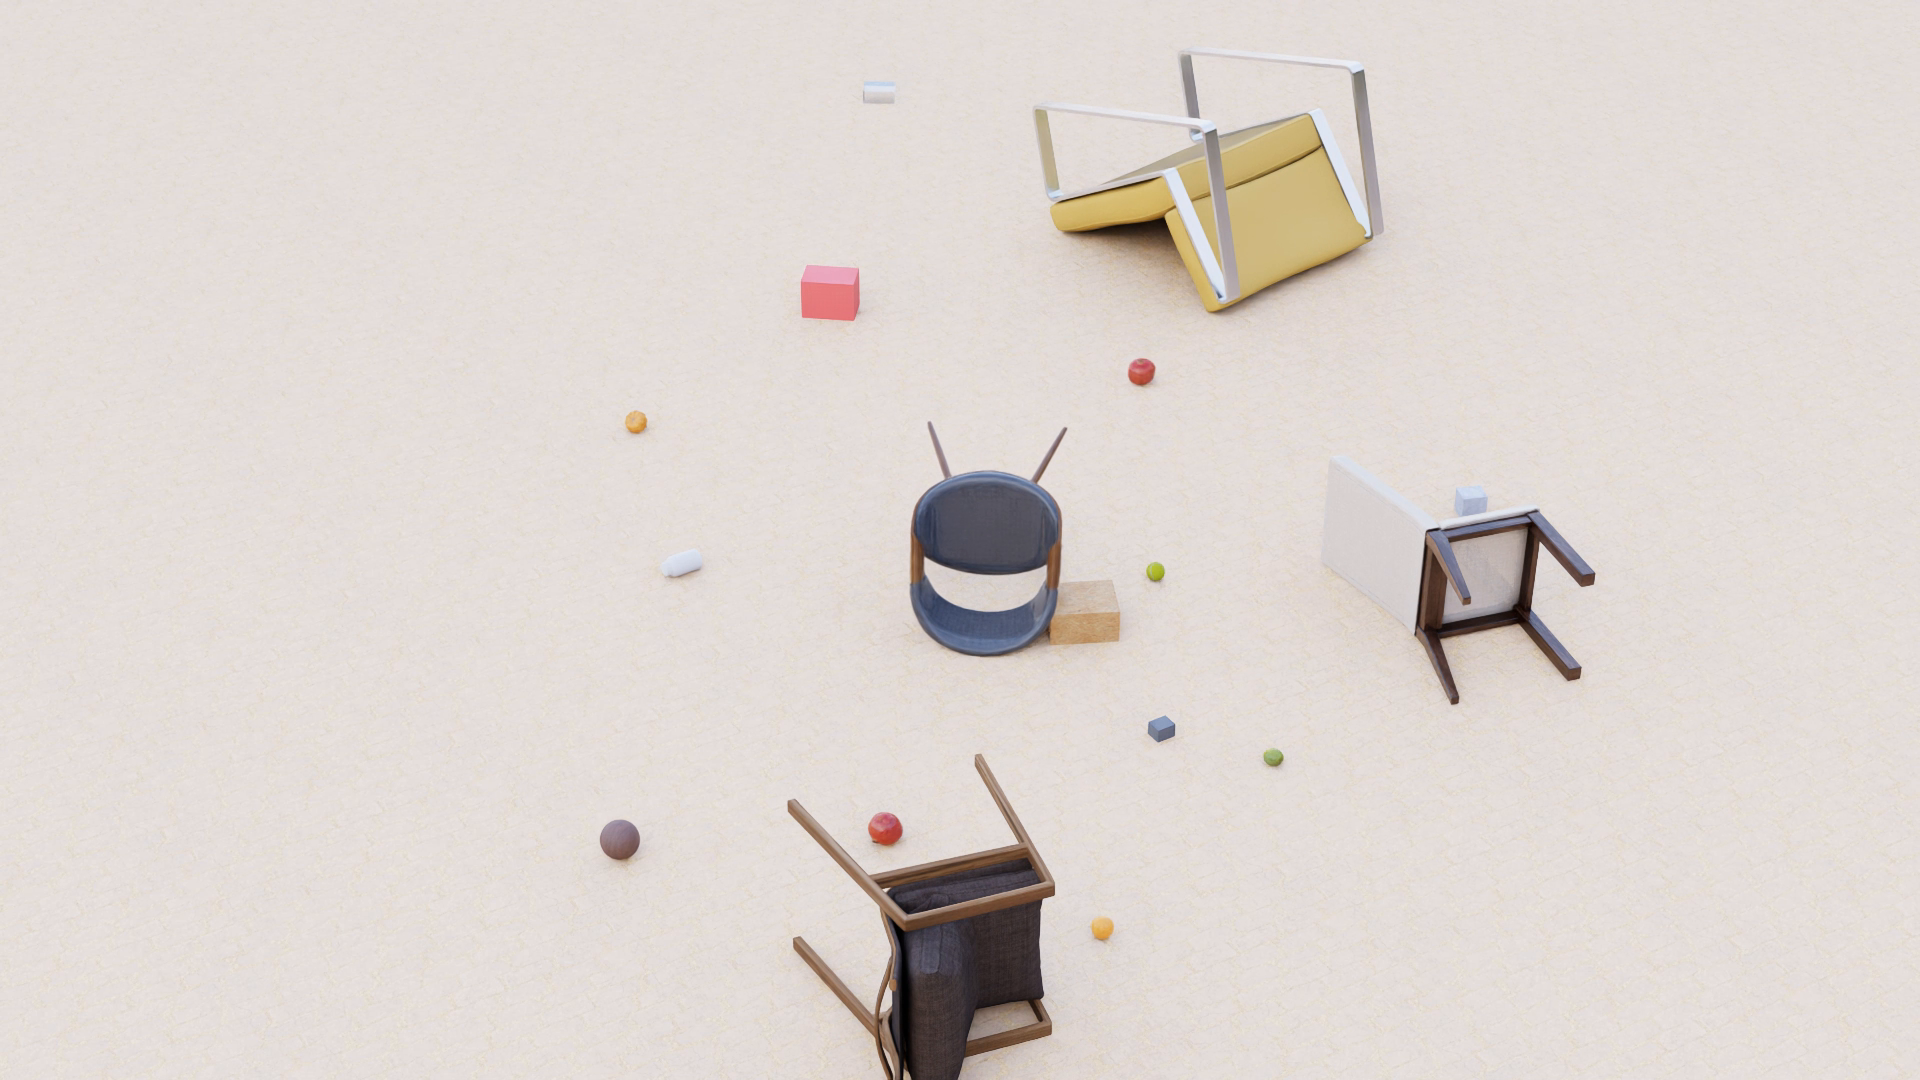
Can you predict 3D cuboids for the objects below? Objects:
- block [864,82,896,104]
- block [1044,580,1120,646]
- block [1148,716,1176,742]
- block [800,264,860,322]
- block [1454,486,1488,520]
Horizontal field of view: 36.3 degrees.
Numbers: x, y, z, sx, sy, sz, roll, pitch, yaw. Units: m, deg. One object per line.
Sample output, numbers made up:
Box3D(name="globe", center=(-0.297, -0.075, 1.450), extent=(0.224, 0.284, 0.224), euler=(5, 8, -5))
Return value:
Box3D(name="block", center=(-0.388, -2.161, 14.164), extent=(0.150, 0.065, 0.112), euler=(1, 33, 2))
Box3D(name="block", center=(0.432, 0.258, 10.435), extent=(0.247, 0.130, 0.201), euler=(-3, 34, -5))
Box3D(name="block", center=(0.683, 0.640, 9.927), extent=(0.070, 0.051, 0.060), euler=(-19, 38, -26))
Box3D(name="block", center=(-0.547, -1.043, 12.370), extent=(0.224, 0.173, 0.150), euler=(4, 34, 6))
Box3D(name="block", center=(1.930, -0.140, 11.072), extent=(0.096, 0.094, 0.082), euler=(-6, 34, -9))
